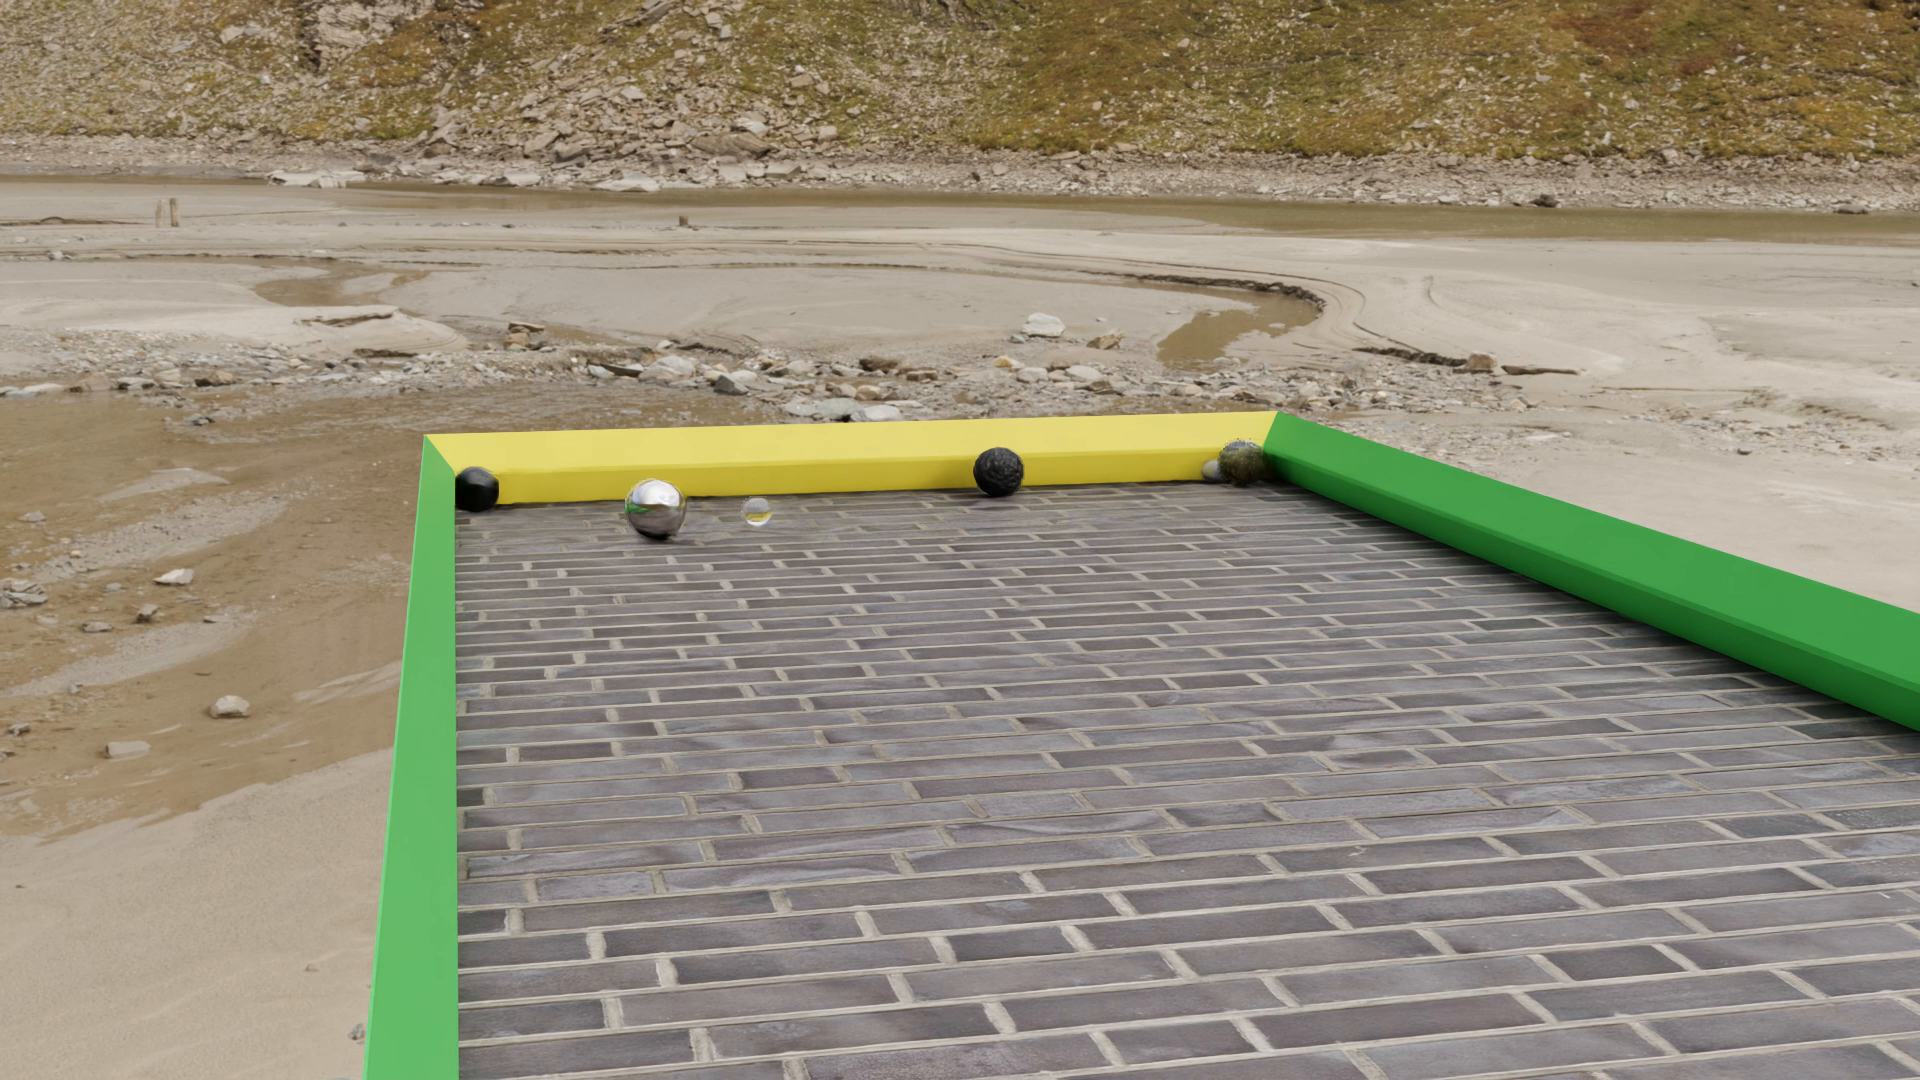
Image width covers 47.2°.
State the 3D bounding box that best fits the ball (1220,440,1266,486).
[{"bbox_3d":[0.493,-0.135,3.836,0.081,0.081,0.081,0,10,0],"label":"ball"}]

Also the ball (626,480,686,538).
[{"bbox_3d":[-0.457,-0.047,3.314,0.090,0.090,0.090,0,10,0],"label":"ball"}]

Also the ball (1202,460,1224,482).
[{"bbox_3d":[0.446,-0.121,3.873,0.042,0.042,0.042,0,10,0],"label":"ball"}]

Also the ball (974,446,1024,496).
[{"bbox_3d":[0.065,-0.116,3.720,0.084,0.084,0.084,0,10,0],"label":"ball"}]

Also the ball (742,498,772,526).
[{"bbox_3d":[-0.316,-0.044,3.430,0.045,0.045,0.045,0,10,0],"label":"ball"}]

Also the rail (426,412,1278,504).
[{"bbox_3d":[-0.150,-0.139,3.755,1.485,0.117,0.045,-2,10,-13],"label":"rail"}]

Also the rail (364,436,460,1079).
[{"bbox_3d":[-0.546,0.122,2.281,0.045,0.117,2.790,-2,10,-13],"label":"rail"}]

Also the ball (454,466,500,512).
[{"bbox_3d":[-0.783,-0.082,3.555,0.076,0.076,0.076,0,10,0],"label":"ball"}]

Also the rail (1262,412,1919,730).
[{"bbox_3d":[0.856,0.066,2.596,0.045,0.117,2.790,-2,10,-13],"label":"rail"}]
